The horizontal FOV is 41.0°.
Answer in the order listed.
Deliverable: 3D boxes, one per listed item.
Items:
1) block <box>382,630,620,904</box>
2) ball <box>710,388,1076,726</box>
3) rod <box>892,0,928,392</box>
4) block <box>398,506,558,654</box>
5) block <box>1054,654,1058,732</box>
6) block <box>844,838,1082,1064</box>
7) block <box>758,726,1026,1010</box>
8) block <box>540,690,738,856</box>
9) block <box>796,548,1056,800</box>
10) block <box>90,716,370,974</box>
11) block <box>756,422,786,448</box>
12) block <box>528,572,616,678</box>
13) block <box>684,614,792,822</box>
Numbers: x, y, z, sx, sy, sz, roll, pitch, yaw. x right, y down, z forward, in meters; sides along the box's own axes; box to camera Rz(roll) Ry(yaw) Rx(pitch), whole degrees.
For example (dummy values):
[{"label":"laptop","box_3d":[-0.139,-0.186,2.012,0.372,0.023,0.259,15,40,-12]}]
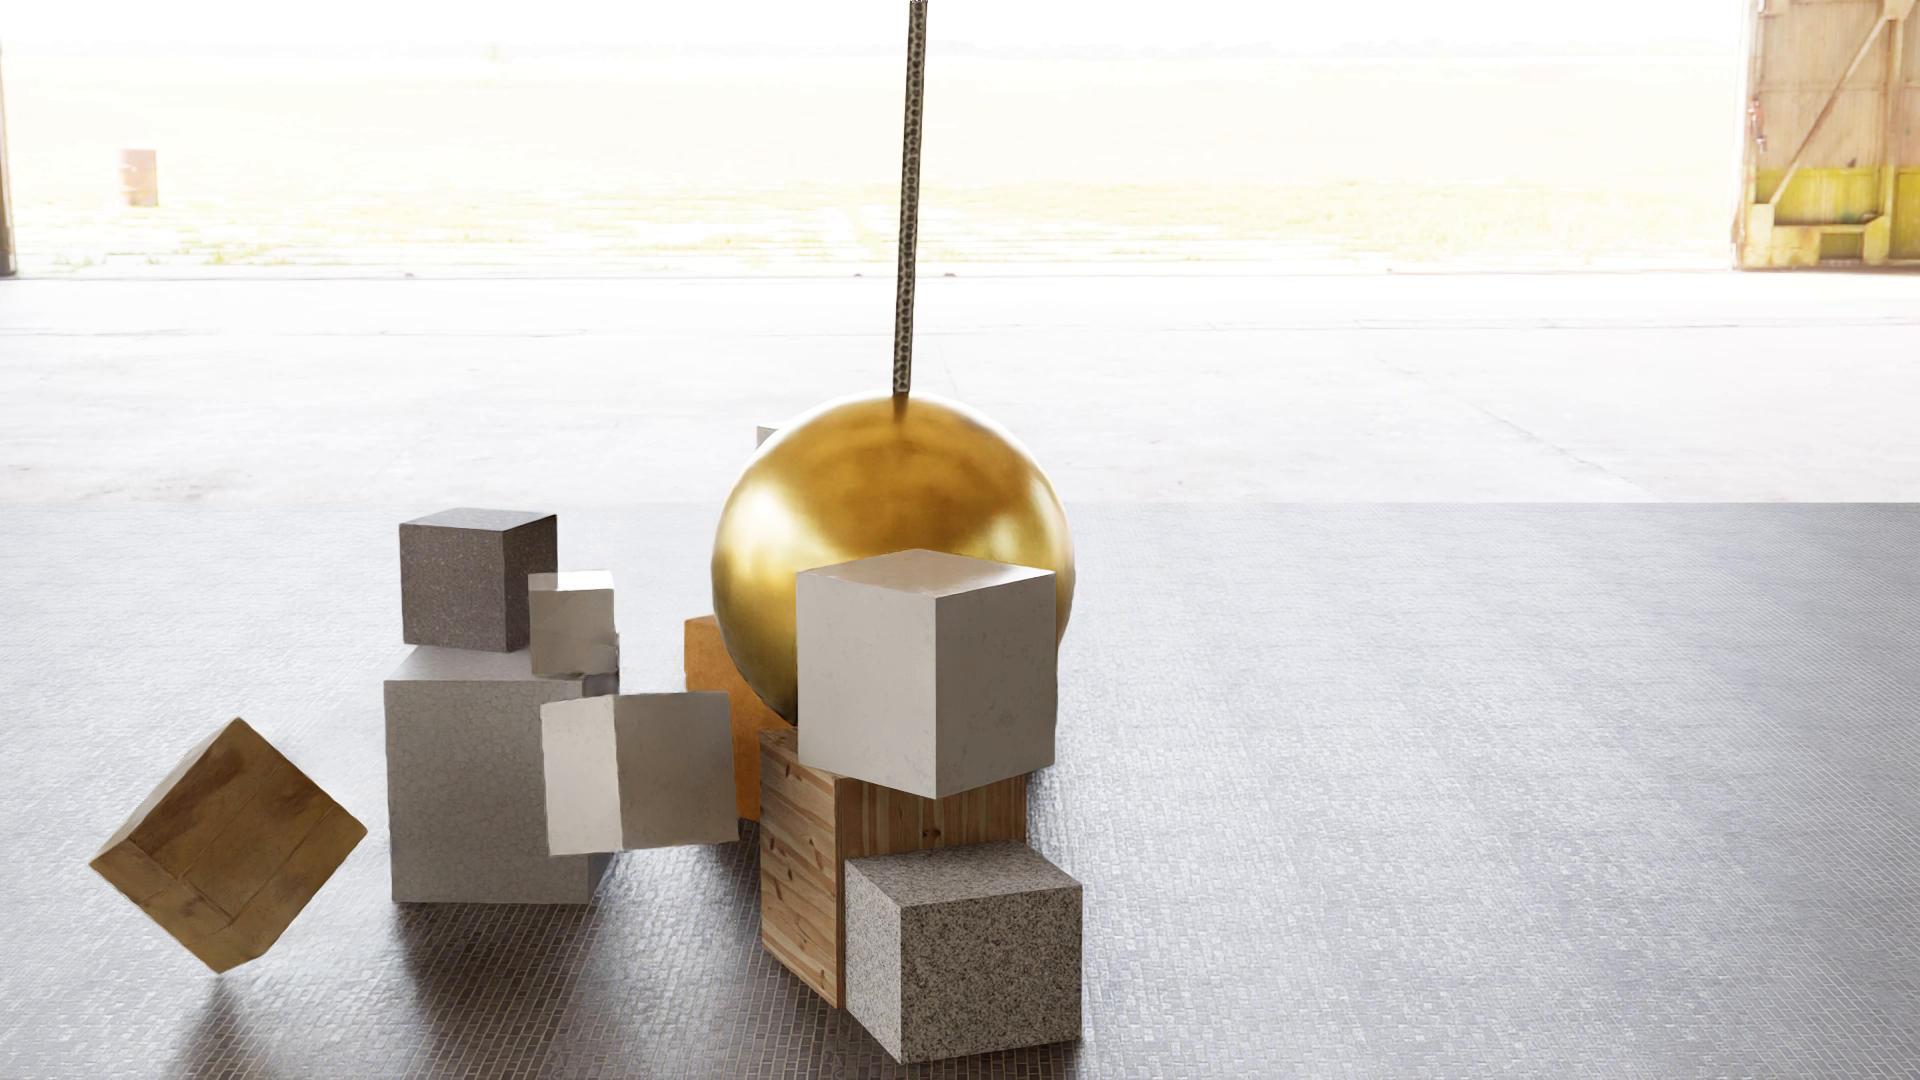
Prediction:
[{"label":"block","box_3d":[-2.004,0.985,11.409,0.847,0.980,1.004,0,10,1]},{"label":"ball","box_3d":[-0.292,0.141,11.206,1.600,1.600,1.600,0,10,0]},{"label":"rod","box_3d":[-0.127,-3.200,10.599,0.080,5.200,0.080,3,10,0]},{"label":"block","box_3d":[-2.167,0.173,11.594,0.530,0.551,0.481,4,11,20]},{"label":"block","box_3d":[0.171,0.695,13.739,0.669,0.710,0.592,1,11,6]},{"label":"block","box_3d":[0.006,1.519,9.560,0.707,0.591,0.615,-4,11,-21]},{"label":"block","box_3d":[-0.274,1.244,10.192,0.805,0.905,0.792,-5,11,-25]},{"label":"block","box_3d":[-1.269,0.920,10.153,0.562,0.597,0.492,1,-8,-43]},{"label":"block","box_3d":[-0.128,0.488,9.736,0.726,0.748,0.657,10,14,42]},{"label":"block","box_3d":[-2.835,1.191,9.940,0.623,0.668,0.665,-53,14,-31]},{"label":"block","box_3d":[-0.639,-0.317,12.173,0.469,0.459,0.451,-9,14,-42]},{"label":"block","box_3d":[-1.674,0.360,11.060,0.356,0.376,0.379,-2,10,-10]},{"label":"block","box_3d":[-0.773,0.839,12.421,0.865,0.906,0.716,10,14,43]}]
